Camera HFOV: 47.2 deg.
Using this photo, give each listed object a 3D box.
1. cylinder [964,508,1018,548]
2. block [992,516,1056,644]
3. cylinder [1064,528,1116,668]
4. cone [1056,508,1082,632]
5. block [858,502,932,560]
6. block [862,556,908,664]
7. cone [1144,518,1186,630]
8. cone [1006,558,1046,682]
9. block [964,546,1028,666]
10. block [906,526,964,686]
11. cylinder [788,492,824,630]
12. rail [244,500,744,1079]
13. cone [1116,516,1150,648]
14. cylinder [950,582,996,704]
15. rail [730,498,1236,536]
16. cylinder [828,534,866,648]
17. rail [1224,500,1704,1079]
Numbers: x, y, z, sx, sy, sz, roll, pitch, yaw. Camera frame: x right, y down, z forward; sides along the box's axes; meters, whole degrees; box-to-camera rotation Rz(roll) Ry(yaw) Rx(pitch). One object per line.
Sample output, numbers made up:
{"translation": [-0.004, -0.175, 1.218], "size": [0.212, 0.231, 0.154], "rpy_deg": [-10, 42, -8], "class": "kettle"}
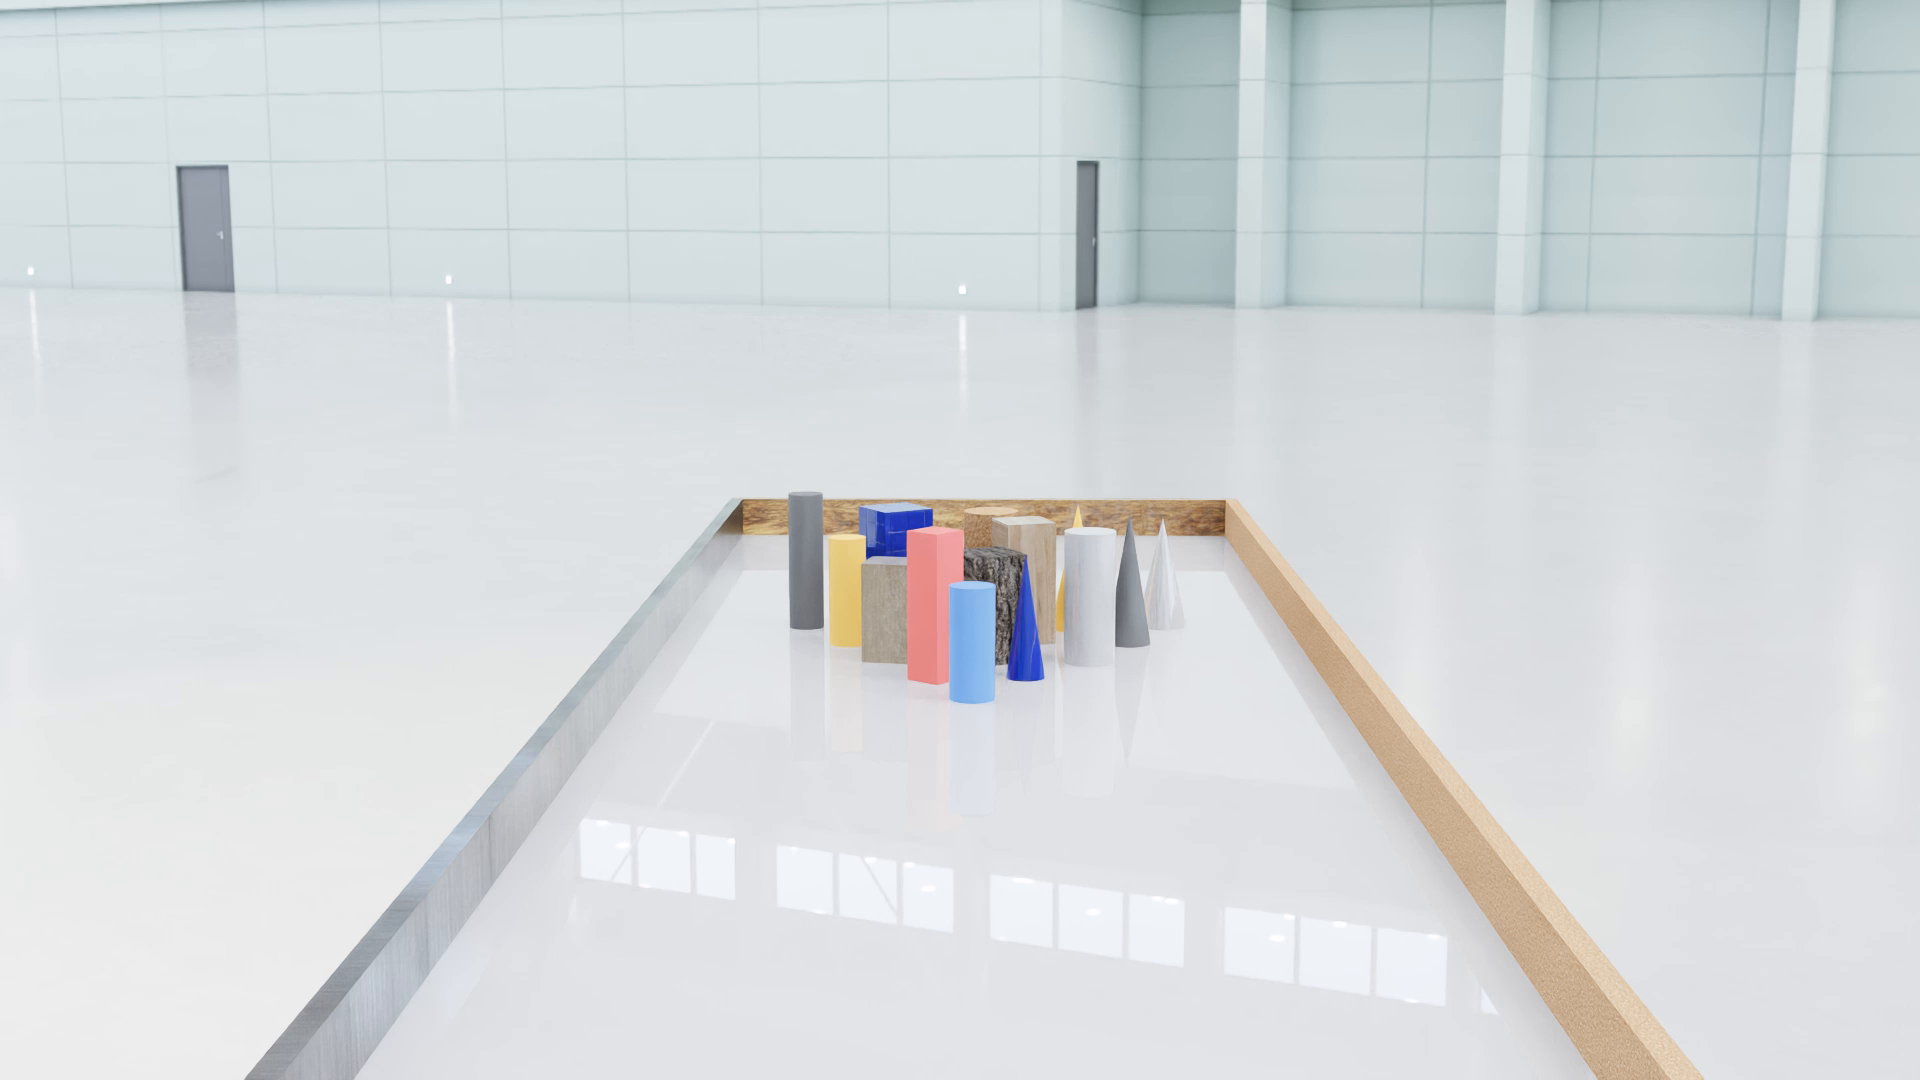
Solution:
{"translation": [0.101, 0.095, 7.186], "size": [0.176, 0.384, 0.176], "rpy_deg": [0, 9, 0], "class": "cylinder"}
{"translation": [0.202, 0.129, 6.962], "size": [0.159, 0.386, 0.159], "rpy_deg": [-3, 9, -17], "class": "block"}
{"translation": [0.392, 0.171, 6.646], "size": [0.156, 0.401, 0.156], "rpy_deg": [0, 9, 0], "class": "cylinder"}
{"translation": [0.383, 0.085, 7.164], "size": [0.175, 0.409, 0.175], "rpy_deg": [0, 9, 0], "class": "cone"}
{"translation": [-0.209, 0.089, 7.183], "size": [0.177, 0.395, 0.177], "rpy_deg": [-5, 10, -31], "class": "block"}
{"translation": [-0.213, 0.212, 6.702], "size": [0.144, 0.303, 0.144], "rpy_deg": [2, 9, 12], "class": "block"}
{"translation": [0.662, 0.104, 7.208], "size": [0.167, 0.358, 0.167], "rpy_deg": [0, 9, 0], "class": "cone"}
{"translation": [0.192, 0.221, 6.434], "size": [0.116, 0.370, 0.116], "rpy_deg": [0, 9, 0], "class": "cone"}
{"translation": [0.084, 0.201, 6.684], "size": [0.180, 0.331, 0.180], "rpy_deg": [-4, 10, -23], "class": "block"}
{"translation": [-0.072, 0.190, 6.406], "size": [0.116, 0.440, 0.116], "rpy_deg": [8, 12, 40], "class": "block"}
{"translation": [-0.502, 0.067, 7.183], "size": [0.113, 0.440, 0.113], "rpy_deg": [0, 9, 0], "class": "cylinder"}
{"translation": [-1.004, 0.839, 3.234], "size": [0.050, 0.150, 12.000], "rpy_deg": [0, 9, 1], "class": "rail"}
{"translation": [0.532, 0.117, 6.919], "size": [0.141, 0.423, 0.141], "rpy_deg": [0, 9, 0], "class": "cone"}
{"translation": [0.034, 0.286, 6.168], "size": [0.130, 0.324, 0.130], "rpy_deg": [0, 9, 0], "class": "cylinder"}
{"translation": [0.099, -0.098, 9.147], "size": [2.100, 0.150, 0.050], "rpy_deg": [0, 9, 1], "class": "rail"}
{"translation": [-0.354, 0.159, 6.922], "size": [0.117, 0.340, 0.117], "rpy_deg": [0, 9, 0], "class": "cylinder"}
{"translation": [1.046, 0.843, 3.208], "size": [0.050, 0.150, 12.000], "rpy_deg": [0, 9, 1], "class": "rail"}
